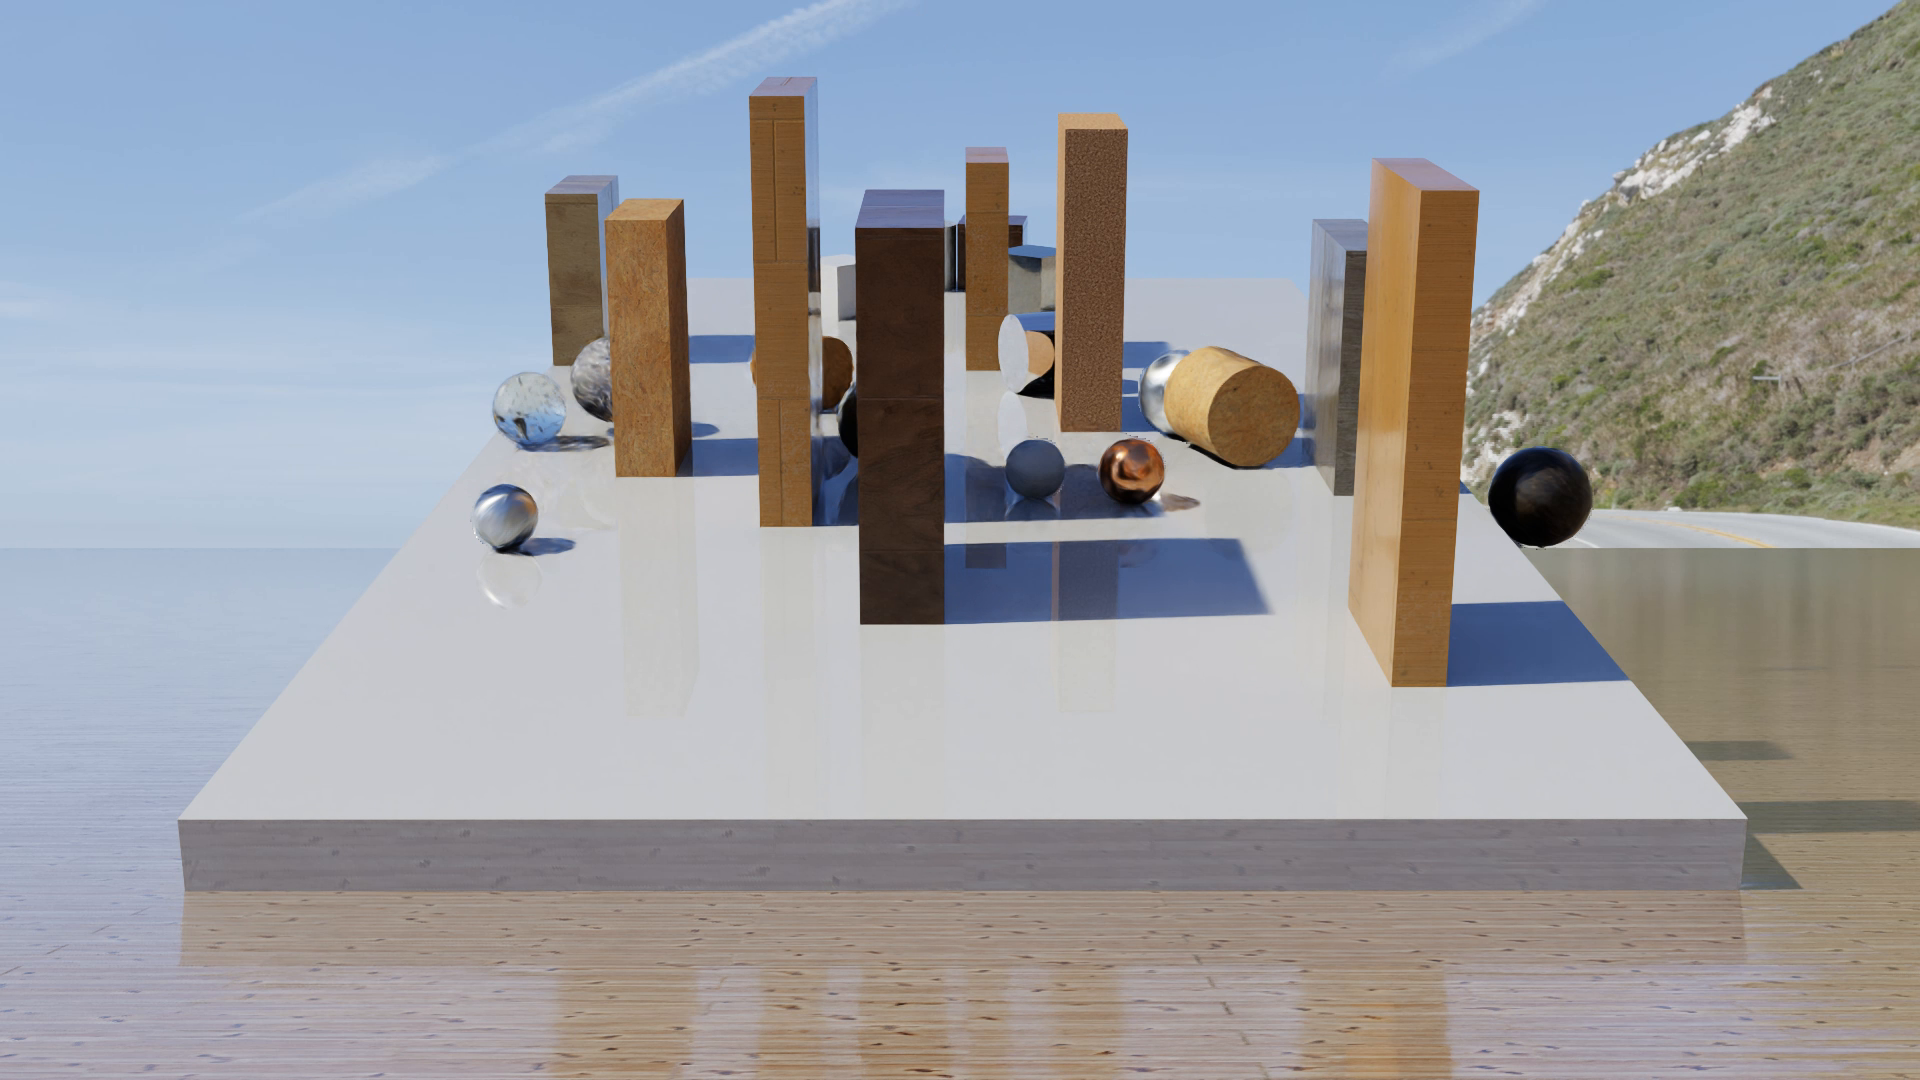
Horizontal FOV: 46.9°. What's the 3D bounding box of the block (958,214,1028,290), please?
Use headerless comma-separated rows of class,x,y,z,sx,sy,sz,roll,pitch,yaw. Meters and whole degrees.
block,0.097,-0.849,6.529,0.191,0.191,0.191,2,17,6

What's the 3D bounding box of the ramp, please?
ramp,-0.002,-0.168,4.752,2.000,0.100,4.000,0,17,0

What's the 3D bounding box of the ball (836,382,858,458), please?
ball,-0.151,-0.244,4.489,0.197,0.197,0.197,0,0,0

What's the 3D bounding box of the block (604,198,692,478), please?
block,-0.630,-0.415,4.504,0.118,0.515,0.301,0,17,0

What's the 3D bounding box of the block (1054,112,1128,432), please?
block,0.284,-0.591,4.862,0.131,0.650,0.331,0,17,0

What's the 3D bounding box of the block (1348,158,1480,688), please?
block,0.680,-0.187,3.360,0.081,0.734,0.378,0,17,0

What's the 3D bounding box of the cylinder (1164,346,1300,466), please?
cylinder,0.560,-0.278,4.583,0.209,0.209,0.209,0,16,-21

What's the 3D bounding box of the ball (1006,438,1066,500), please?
ball,0.145,-0.137,4.268,0.117,0.117,0.117,0,0,0

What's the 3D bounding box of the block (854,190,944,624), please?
block,-0.093,-0.232,3.675,0.135,0.638,0.437,0,17,0

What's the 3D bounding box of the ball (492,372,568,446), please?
ball,-0.906,-0.276,4.666,0.155,0.155,0.155,0,0,0

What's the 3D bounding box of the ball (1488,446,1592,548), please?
ball,1.154,-0.086,4.408,0.201,0.201,0.201,0,0,0

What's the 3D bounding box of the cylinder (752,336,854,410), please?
cylinder,-0.358,-0.391,5.035,0.164,0.164,0.164,15,9,40

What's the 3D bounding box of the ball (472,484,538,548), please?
ball,-0.810,-0.042,3.951,0.115,0.115,0.115,0,0,0

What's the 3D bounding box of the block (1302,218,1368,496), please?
block,0.777,-0.373,4.430,0.103,0.479,0.407,0,17,0

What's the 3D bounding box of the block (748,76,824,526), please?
block,-0.322,-0.456,4.172,0.096,0.784,0.397,0,17,0

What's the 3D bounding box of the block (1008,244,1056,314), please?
block,0.203,-0.712,6.107,0.169,0.169,0.169,12,20,35

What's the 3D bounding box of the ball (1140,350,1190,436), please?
ball,0.476,-0.316,4.757,0.182,0.182,0.182,0,0,0

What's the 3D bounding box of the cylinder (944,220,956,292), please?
cylinder,-0.104,-0.831,6.474,0.187,0.187,0.187,0,17,0

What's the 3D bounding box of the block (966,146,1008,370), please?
block,0.065,-0.699,5.478,0.102,0.504,0.321,0,17,0

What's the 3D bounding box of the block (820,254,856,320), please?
block,-0.326,-0.694,6.084,0.148,0.148,0.148,-15,22,-40

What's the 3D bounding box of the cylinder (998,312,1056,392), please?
cylinder,0.208,-0.442,5.178,0.183,0.183,0.183,-6,2,-21

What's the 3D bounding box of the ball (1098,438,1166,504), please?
ball,0.328,-0.131,4.231,0.127,0.127,0.127,0,0,0

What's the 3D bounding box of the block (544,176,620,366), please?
block,-0.937,-0.681,5.559,0.127,0.421,0.348,0,17,0

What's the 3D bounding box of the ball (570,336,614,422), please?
ball,-0.742,-0.346,4.763,0.185,0.185,0.185,0,0,0
